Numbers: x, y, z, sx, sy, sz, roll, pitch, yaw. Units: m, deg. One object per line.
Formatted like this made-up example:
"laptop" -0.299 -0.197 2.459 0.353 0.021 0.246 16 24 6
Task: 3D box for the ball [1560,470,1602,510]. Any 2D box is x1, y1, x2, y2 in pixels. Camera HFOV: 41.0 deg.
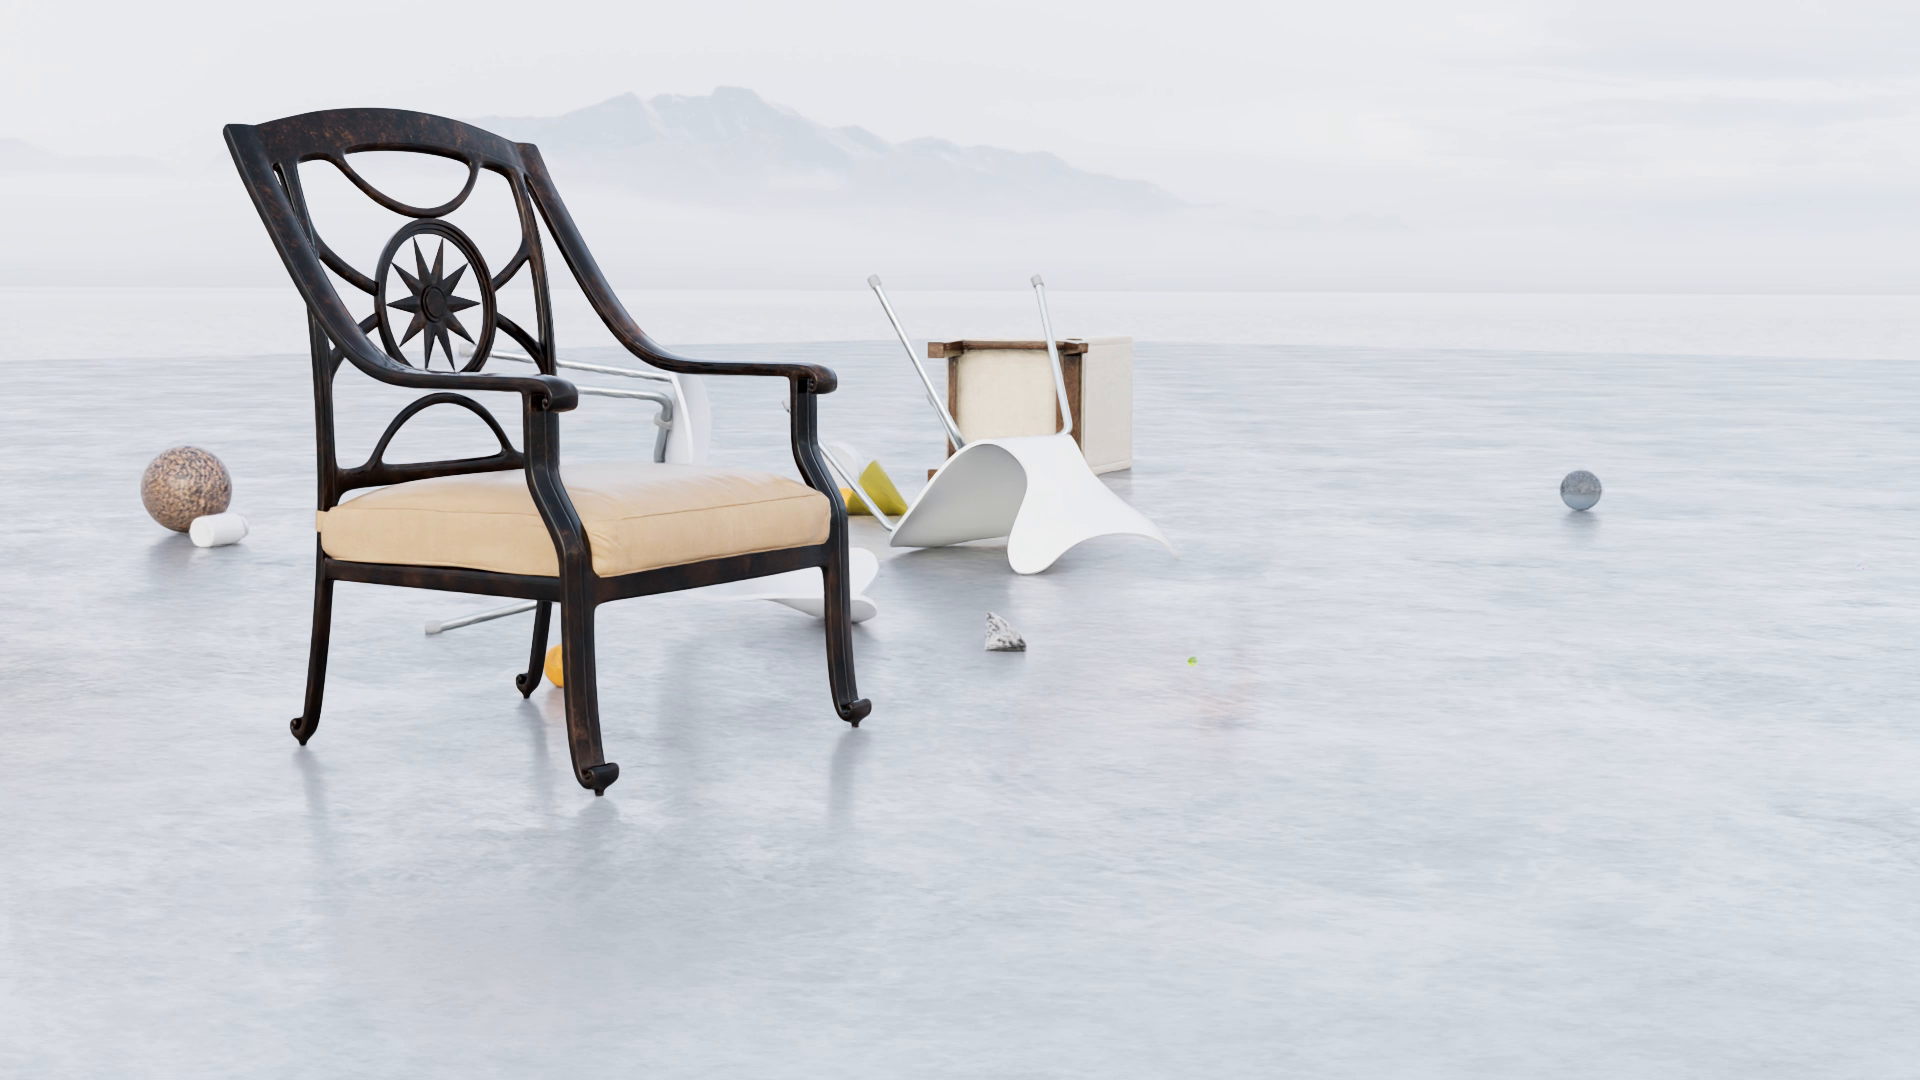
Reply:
"ball" 1.744 -0.140 7.205 0.116 0.116 0.116 0 6 0

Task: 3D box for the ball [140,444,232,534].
"ball" -1.984 -0.131 6.579 0.227 0.227 0.227 0 6 0

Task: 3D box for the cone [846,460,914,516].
"cone" -0.199 -0.106 7.069 0.169 0.171 0.177 28 -12 8

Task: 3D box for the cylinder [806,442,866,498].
"cylinder" -0.369 -0.210 7.670 0.144 0.172 0.134 -41 -1 10

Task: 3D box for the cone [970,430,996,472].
"cone" 0.077 -0.307 8.704 0.092 0.142 0.074 2 6 15

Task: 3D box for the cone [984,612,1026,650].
"cone" 0.062 0.177 4.531 0.054 0.078 0.111 -41 38 -16
